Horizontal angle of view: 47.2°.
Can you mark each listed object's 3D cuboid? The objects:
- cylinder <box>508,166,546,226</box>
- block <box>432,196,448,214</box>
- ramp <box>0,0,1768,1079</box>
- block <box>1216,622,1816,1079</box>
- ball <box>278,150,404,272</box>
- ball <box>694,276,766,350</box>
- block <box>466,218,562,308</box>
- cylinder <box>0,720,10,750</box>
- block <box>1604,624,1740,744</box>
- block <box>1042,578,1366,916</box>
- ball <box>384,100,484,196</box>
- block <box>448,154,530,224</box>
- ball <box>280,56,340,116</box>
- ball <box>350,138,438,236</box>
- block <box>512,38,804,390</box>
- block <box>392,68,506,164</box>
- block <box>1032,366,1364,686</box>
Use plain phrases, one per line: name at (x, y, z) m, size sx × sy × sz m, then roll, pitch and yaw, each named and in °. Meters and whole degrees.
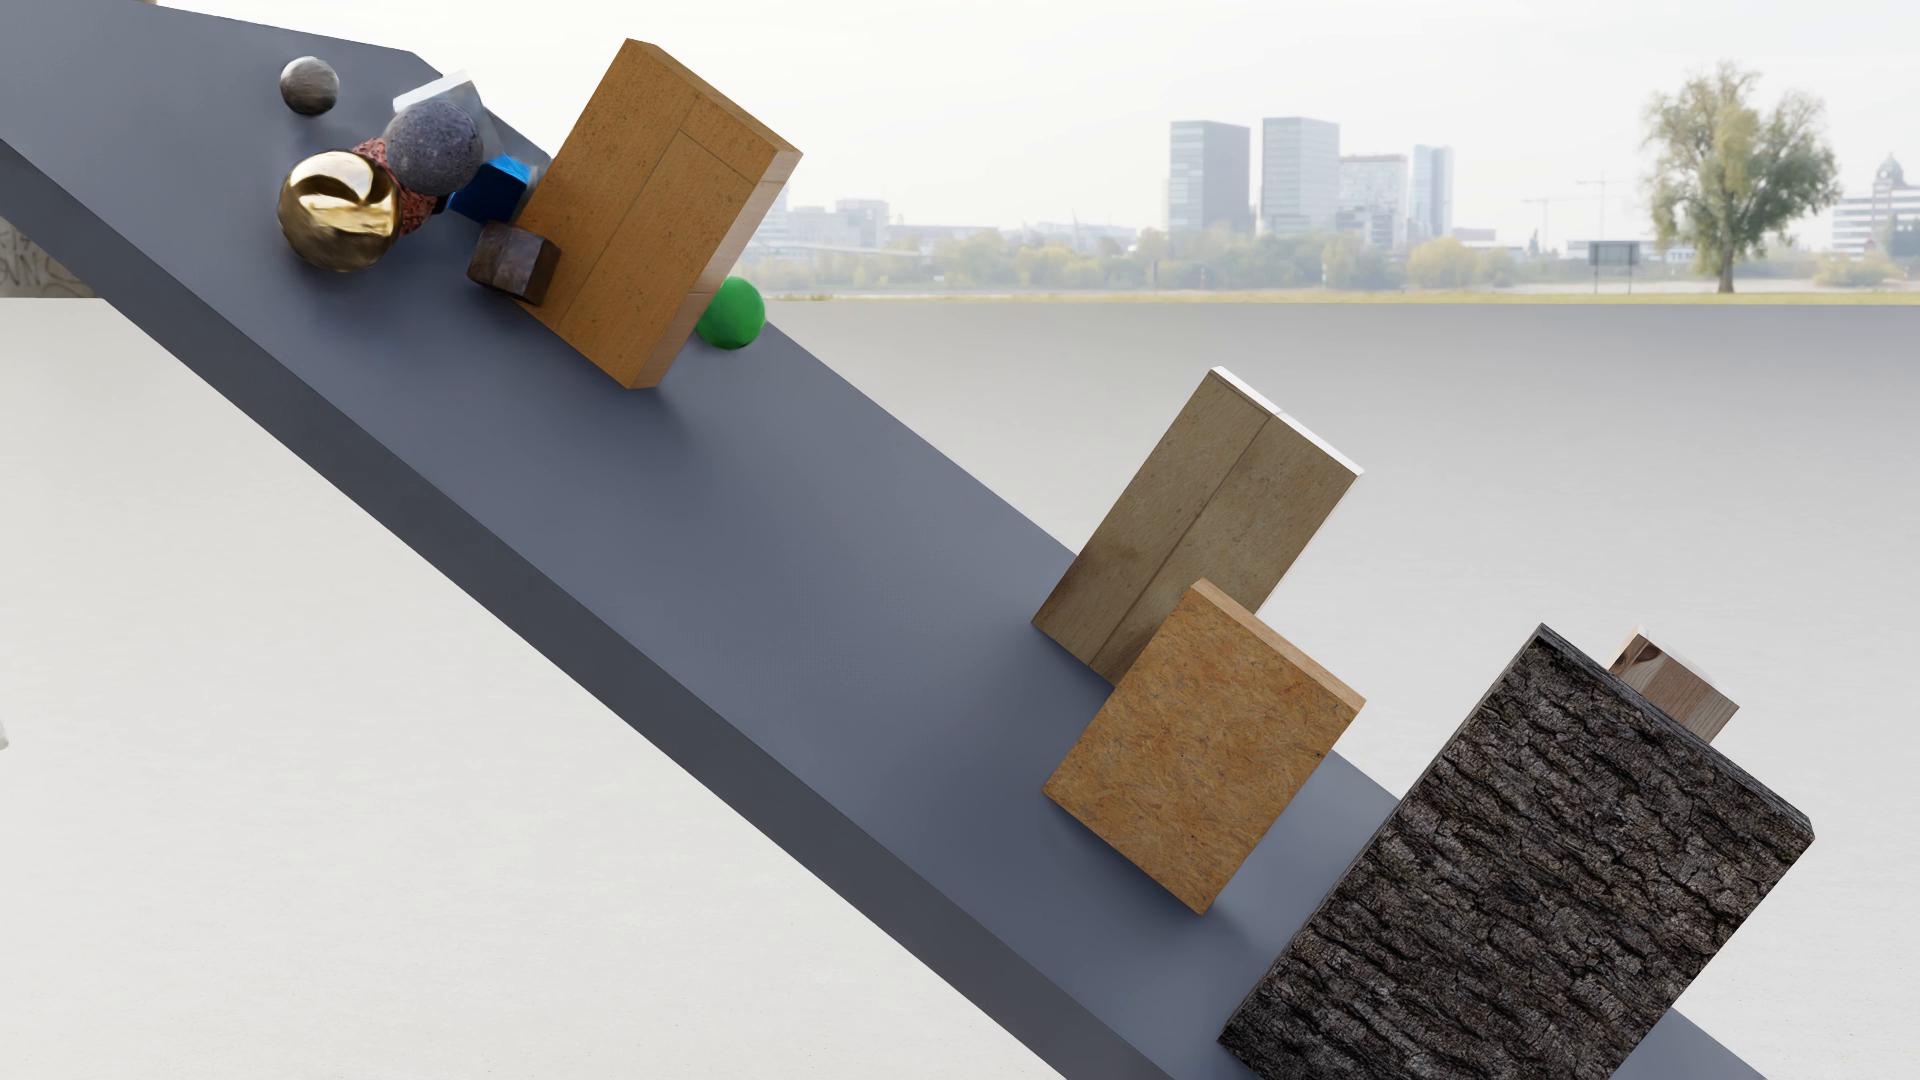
cylinder at (-0.841, -0.668, 4.524) m, size 0.154 × 0.154 × 0.154 m, roll 24°, pitch -7°, yaw -33°
block at (-1.024, -0.680, 4.121) m, size 0.107 × 0.107 × 0.107 m, roll 25°, pitch 18°, yaw 8°
ramp at (-0.090, 0.161, 4.082) m, size 4.000 × 0.100 × 2.000 m, roll 37°, pitch 16°, yaw 10°
block at (0.765, 0.551, 3.087) m, size 0.442 × 0.749 × 0.119 m, roll 37°, pitch 16°, yaw 10°
ball at (-1.033, -0.549, 3.671) m, size 0.202 × 0.202 × 0.202 m, roll 0°, pitch 7°, yaw 0°
ball at (-0.493, -0.484, 4.688) m, size 0.159 × 0.159 × 0.159 m, roll 0°, pitch 7°, yaw 0°
block at (-0.824, -0.512, 4.066) m, size 0.115 × 0.115 × 0.115 m, roll 20°, pitch -3°, yaw 7°
cylinder at (-2.307, 0.425, 5.091) m, size 0.155 × 0.155 × 0.155 m, roll -23°, pitch -9°, yaw -4°
block at (1.308, 0.505, 4.561) m, size 0.244 × 0.636 × 0.134 m, roll 37°, pitch 16°, yaw 10°
block at (0.394, 0.334, 3.576) m, size 0.329 × 0.426 × 0.109 m, roll 37°, pitch 16°, yaw 10°
ball at (-0.921, -0.686, 3.850) m, size 0.168 × 0.168 × 0.168 m, roll 0°, pitch 7°, yaw 0°
block at (-0.943, -0.707, 4.408) m, size 0.117 × 0.117 × 0.117 m, roll 26°, pitch 19°, yaw -18°
ball at (-1.290, -0.900, 4.364) m, size 0.115 × 0.115 × 0.115 m, roll 0°, pitch 7°, yaw 0°
ball at (-1.037, -0.638, 3.983) m, size 0.179 × 0.179 × 0.179 m, roll 0°, pitch 7°, yaw 0°
block at (-0.598, -0.610, 4.139) m, size 0.364 × 0.535 × 0.128 m, roll 37°, pitch 16°, yaw 10°
block at (-0.989, -0.800, 4.255) m, size 0.154 × 0.154 × 0.154 m, roll -26°, pitch 25°, yaw -7°
block at (0.461, 0.014, 4.307) m, size 0.345 × 0.619 × 0.109 m, roll 37°, pitch 16°, yaw 10°
